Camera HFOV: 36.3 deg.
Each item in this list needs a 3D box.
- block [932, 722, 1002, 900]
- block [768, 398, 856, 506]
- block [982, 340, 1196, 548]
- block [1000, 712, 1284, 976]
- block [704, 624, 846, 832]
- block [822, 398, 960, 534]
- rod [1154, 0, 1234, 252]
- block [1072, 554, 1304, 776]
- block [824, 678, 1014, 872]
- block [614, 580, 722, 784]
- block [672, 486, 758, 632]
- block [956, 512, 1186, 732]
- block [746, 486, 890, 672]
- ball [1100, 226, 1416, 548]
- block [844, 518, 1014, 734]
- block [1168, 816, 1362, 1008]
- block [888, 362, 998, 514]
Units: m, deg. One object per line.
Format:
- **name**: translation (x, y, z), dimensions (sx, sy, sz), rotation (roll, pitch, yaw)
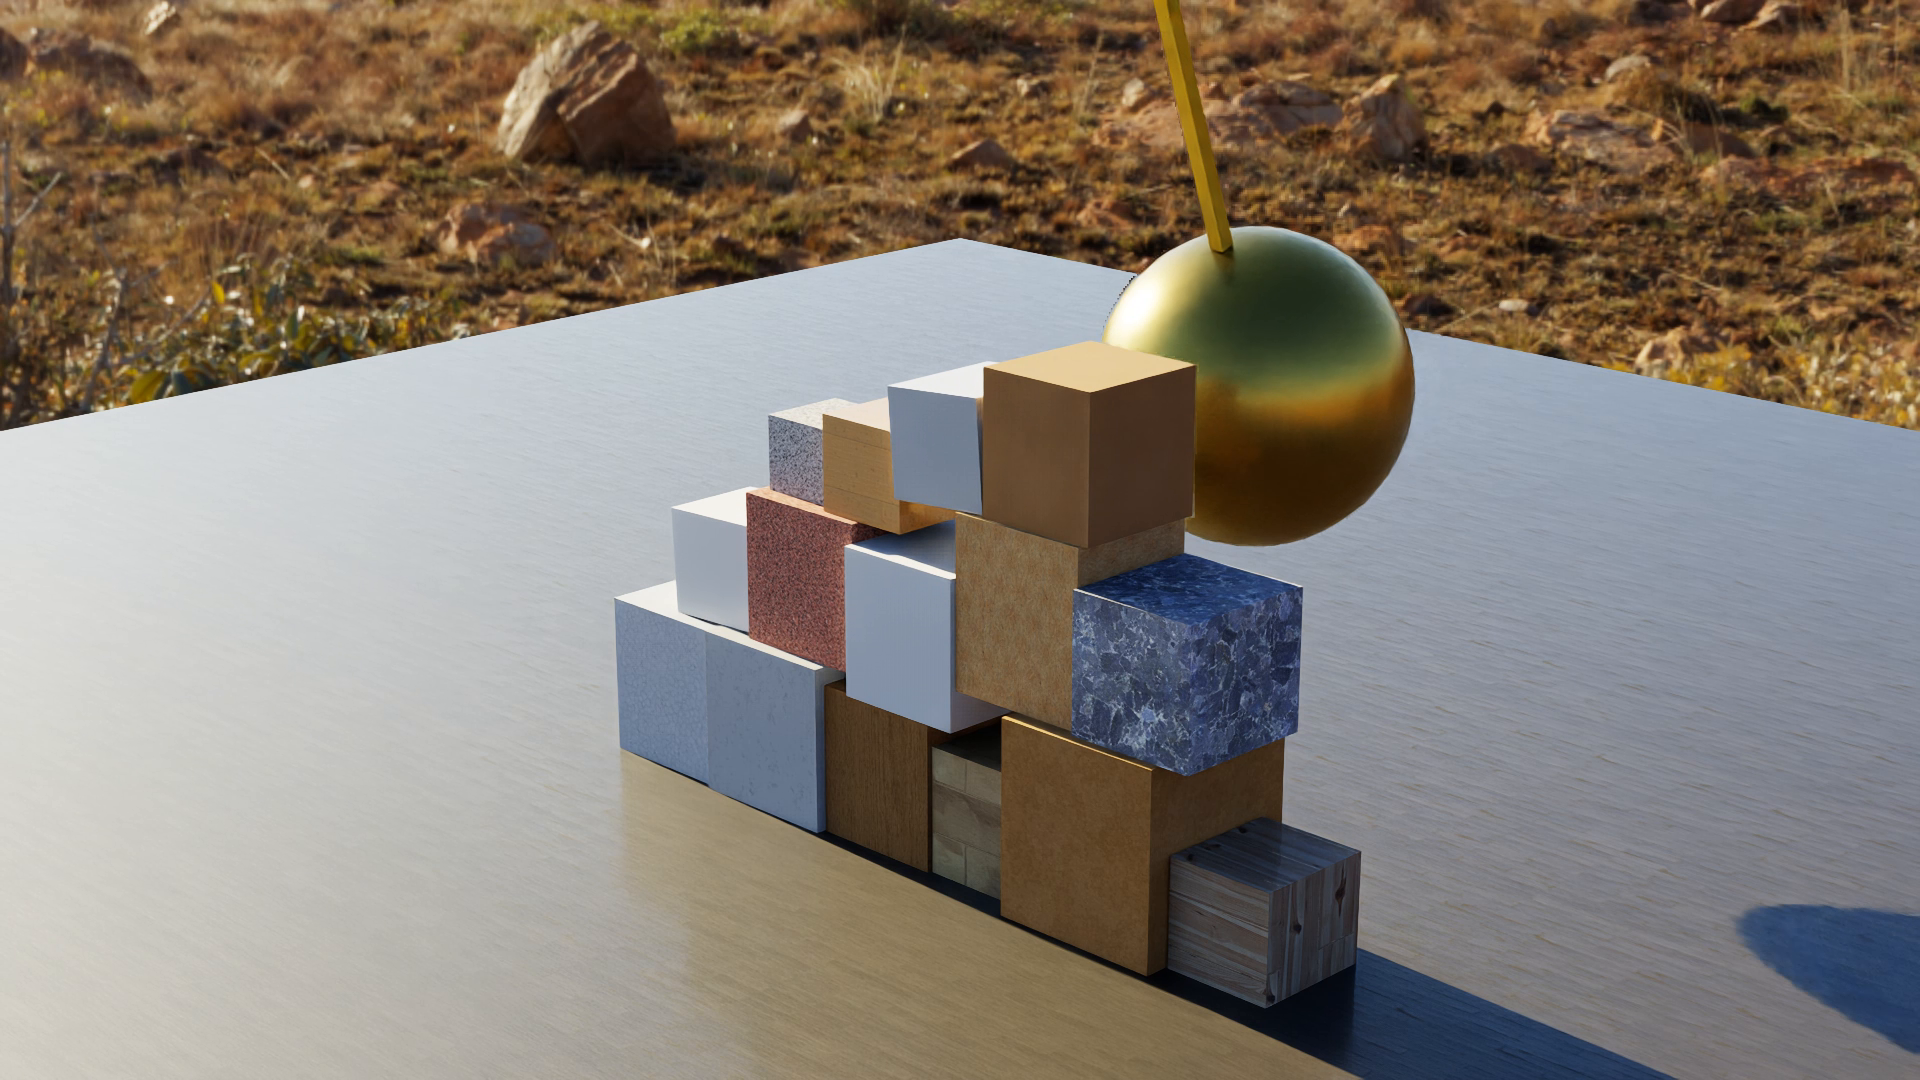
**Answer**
- **block**: translation (0.289, 1.223, 13.424), dimensions (0.634, 0.618, 0.543), rotation (-17, 24, -42)
- **block**: translation (-0.593, -0.414, 13.858), dimensions (0.446, 0.369, 0.431), rotation (17, 24, 42)
- **block**: translation (0.556, -0.423, 12.654), dimensions (0.672, 0.677, 0.620), rotation (-17, 24, -42)
- **block**: translation (0.799, 1.219, 12.897), dimensions (0.881, 0.940, 0.867), rotation (-17, 24, -42)
- **block**: translation (-0.684, 0.833, 14.323), dimensions (0.773, 0.823, 0.794), rotation (-17, 24, -42)
- **block**: translation (-0.275, -0.356, 13.504), dimensions (0.505, 0.471, 0.500), rotation (17, 24, 42)
- **rod**: translation (0.636, -3.558, 12.890), dimensions (0.080, 5.200, 0.080), rotation (17, 44, 42)
- **block**: translation (0.963, 0.517, 12.469), dimensions (0.721, 0.658, 0.656), rotation (-17, 24, -42)
- **block**: translation (-0.161, 1.035, 13.820), dimensions (0.654, 0.739, 0.689), rotation (-17, 24, -42)
- **block**: translation (-1.226, 0.676, 14.849), dimensions (0.716, 0.807, 0.729), rotation (-17, 24, -42)
- **block**: translation (-1.024, 0.092, 14.426), dimensions (0.512, 0.535, 0.572), rotation (-17, 21, -42)
- **block**: translation (0.481, 0.280, 12.931), dimensions (0.687, 0.831, 0.730), rotation (-17, 24, -42)
- **block**: translation (-0.531, 0.134, 13.952), dimensions (0.632, 0.733, 0.734), rotation (-17, 24, -42)
- **ball**: translation (1.467, -0.763, 14.639), dimensions (1.600, 1.600, 1.600), rotation (0, 17, 0)
- **block**: translation (-0.025, 0.370, 13.491), dimensions (0.735, 0.727, 0.684), rotation (-17, 24, -42)
- **block**: translation (1.293, 1.574, 12.470), dimensions (0.612, 0.520, 0.538), rotation (-17, 24, -42)
- **block**: translation (0.111, -0.464, 13.089), dimensions (0.634, 0.518, 0.554), rotation (-17, 19, -42)
